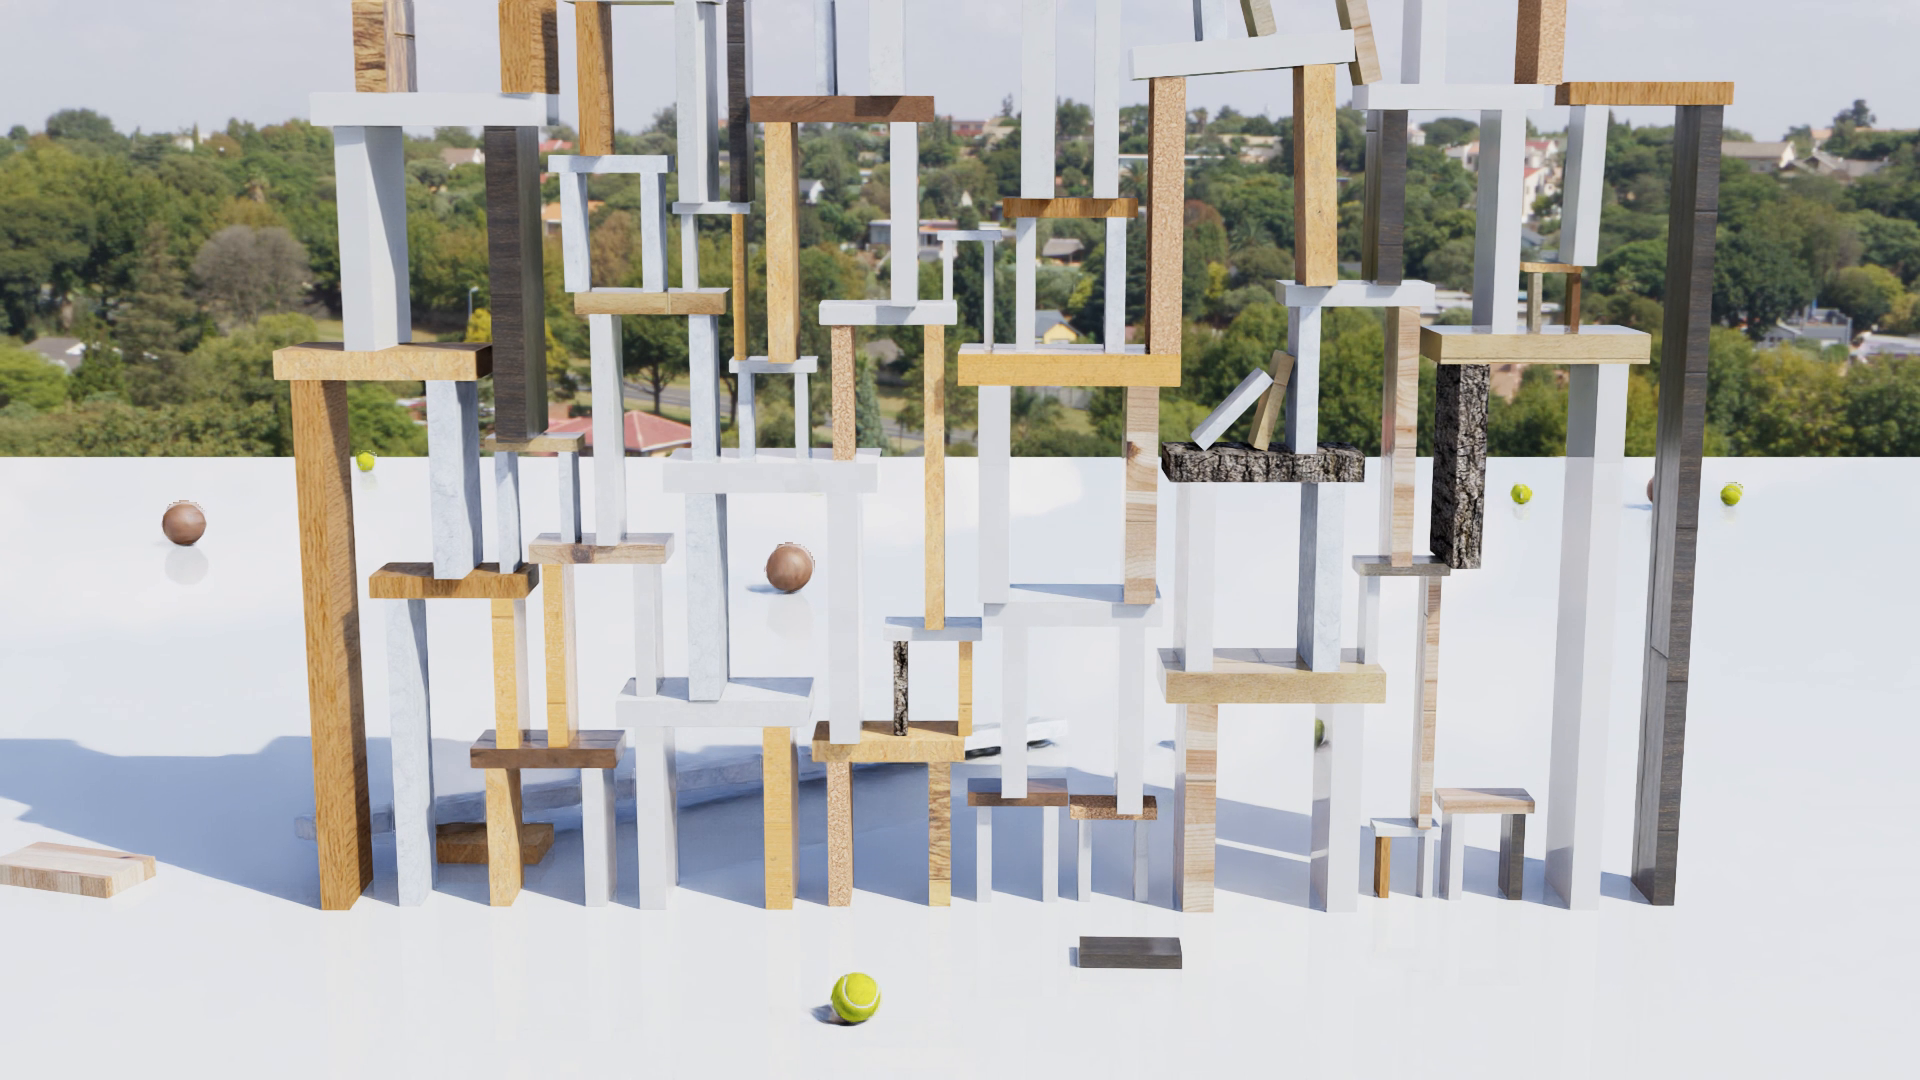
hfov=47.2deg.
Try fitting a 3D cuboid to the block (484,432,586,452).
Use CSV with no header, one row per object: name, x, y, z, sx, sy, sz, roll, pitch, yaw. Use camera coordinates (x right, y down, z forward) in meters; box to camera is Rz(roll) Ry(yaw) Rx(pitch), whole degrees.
block,-0.682,-0.158,3.532,0.148,0.021,0.074,0,10,0

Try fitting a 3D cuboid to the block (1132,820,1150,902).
block,0.300,0.521,3.652,0.020,0.142,0.071,0,11,1

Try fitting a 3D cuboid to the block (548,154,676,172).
block,-0.546,-0.591,3.454,0.184,0.026,0.092,0,11,1

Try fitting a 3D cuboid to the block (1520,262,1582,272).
block,0.935,-0.433,3.487,0.091,0.013,0.045,2,11,0

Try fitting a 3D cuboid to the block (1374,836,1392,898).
block,0.703,0.537,3.663,0.015,0.107,0.054,0,11,0

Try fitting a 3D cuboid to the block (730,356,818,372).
block,-0.296,-0.280,3.507,0.138,0.020,0.069,0,11,-1

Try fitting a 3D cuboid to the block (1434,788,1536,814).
block,0.868,0.432,3.644,0.149,0.021,0.075,0,11,0

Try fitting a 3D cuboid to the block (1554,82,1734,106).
block,1.069,-0.699,3.443,0.247,0.035,0.123,1,11,5

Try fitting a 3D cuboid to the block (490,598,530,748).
block,-0.734,0.204,3.597,0.035,0.248,0.124,0,11,-2

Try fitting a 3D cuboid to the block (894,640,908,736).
block,-0.097,0.234,3.607,0.023,0.159,0.080,0,11,0

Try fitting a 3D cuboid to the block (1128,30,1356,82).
block,0.432,-0.751,3.413,0.334,0.047,0.167,-4,10,2

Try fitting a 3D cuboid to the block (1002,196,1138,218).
block,0.173,-0.525,3.461,0.210,0.030,0.105,0,10,2

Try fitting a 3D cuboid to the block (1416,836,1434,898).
block,0.775,0.537,3.663,0.015,0.107,0.054,0,11,0

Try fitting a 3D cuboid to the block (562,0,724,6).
block,-0.490,-0.848,3.403,0.232,0.033,0.116,0,11,1

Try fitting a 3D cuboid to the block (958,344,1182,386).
block,0.173,-0.280,3.507,0.347,0.049,0.173,0,10,2

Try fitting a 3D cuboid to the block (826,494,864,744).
block,-0.185,0.112,3.583,0.048,0.408,0.169,0,11,0

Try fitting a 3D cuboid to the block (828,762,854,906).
block,-0.198,0.469,3.646,0.035,0.247,0.123,0,11,0

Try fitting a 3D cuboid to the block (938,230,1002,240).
block,0.015,-0.481,3.471,0.099,0.014,0.050,0,11,2

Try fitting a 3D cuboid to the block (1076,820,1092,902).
block,0.206,0.521,3.653,0.020,0.142,0.071,0,10,1

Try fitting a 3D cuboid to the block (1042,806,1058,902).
block,0.150,0.509,3.653,0.023,0.165,0.082,0,11,0

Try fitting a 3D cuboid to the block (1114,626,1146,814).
block,0.277,0.279,3.605,0.040,0.311,0.143,0,10,2

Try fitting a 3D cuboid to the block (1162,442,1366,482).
block,0.483,-0.126,3.533,0.306,0.043,0.153,0,11,0

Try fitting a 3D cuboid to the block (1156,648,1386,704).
block,0.505,0.221,3.597,0.351,0.050,0.175,0,11,0

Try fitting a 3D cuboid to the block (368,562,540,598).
block,-0.819,0.065,3.570,0.248,0.035,0.124,0,11,0

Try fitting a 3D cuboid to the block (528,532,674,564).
block,-0.579,0.013,3.564,0.219,0.031,0.109,0,11,0

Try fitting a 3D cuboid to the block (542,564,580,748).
block,-0.652,0.177,3.594,0.031,0.303,0.109,0,11,0

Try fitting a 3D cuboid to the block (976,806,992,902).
block,0.040,0.509,3.653,0.023,0.165,0.082,0,11,0

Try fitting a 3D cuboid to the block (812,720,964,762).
block,-0.116,0.331,3.620,0.247,0.035,0.123,0,11,0

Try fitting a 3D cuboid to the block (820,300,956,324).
block,-0.113,-0.362,3.491,0.215,0.030,0.108,0,11,-1

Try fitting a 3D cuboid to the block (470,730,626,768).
block,-0.675,0.343,3.619,0.235,0.033,0.117,0,11,0

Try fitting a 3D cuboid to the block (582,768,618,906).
block,-0.597,0.475,3.643,0.033,0.235,0.117,0,11,0

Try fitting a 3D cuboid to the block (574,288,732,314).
block,-0.484,-0.379,3.485,0.232,0.033,0.116,0,11,1

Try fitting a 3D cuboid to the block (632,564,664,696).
block,-0.507,0.135,3.587,0.031,0.219,0.109,0,11,0

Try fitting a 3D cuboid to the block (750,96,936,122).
block,-0.180,-0.672,3.431,0.281,0.040,0.140,0,11,1

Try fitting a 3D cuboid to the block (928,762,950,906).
block,-0.033,0.469,3.646,0.035,0.247,0.123,0,11,0

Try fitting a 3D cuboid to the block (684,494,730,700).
block,-0.410,0.076,3.577,0.048,0.337,0.169,0,10,0

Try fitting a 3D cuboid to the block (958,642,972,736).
block,0.009,0.234,3.606,0.023,0.159,0.080,0,11,0

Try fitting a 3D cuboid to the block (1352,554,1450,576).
block,0.715,0.041,3.569,0.147,0.021,0.073,0,11,0

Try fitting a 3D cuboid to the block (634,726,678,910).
block,-0.501,0.438,3.641,0.044,0.309,0.154,0,11,0

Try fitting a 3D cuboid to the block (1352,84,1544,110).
block,0.757,-0.689,3.423,0.268,0.038,0.134,0,11,-1

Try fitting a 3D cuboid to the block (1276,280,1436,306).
block,0.623,-0.391,3.481,0.232,0.033,0.116,0,11,0

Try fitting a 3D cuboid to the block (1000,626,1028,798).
block,0.089,0.265,3.608,0.040,0.285,0.143,0,10,1

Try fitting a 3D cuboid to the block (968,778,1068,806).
block,0.095,0.417,3.636,0.165,0.023,0.082,0,10,0

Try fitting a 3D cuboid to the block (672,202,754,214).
block,-0.387,-0.523,3.458,0.122,0.017,0.061,0,11,2

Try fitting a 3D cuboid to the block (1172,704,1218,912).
block,0.388,0.418,3.634,0.050,0.351,0.175,0,11,0

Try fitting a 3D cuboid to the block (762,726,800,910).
block,-0.295,0.438,3.641,0.044,0.309,0.154,0,11,0

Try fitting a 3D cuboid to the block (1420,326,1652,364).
block,0.911,-0.312,3.502,0.326,0.046,0.163,0,11,0

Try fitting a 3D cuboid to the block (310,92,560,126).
block,-0.816,-0.672,3.435,0.346,0.049,0.173,0,10,1

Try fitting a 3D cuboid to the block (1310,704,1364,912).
block,0.622,0.418,3.634,0.050,0.351,0.176,0,11,0

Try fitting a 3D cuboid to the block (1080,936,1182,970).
block,0.261,0.633,3.376,0.155,0.022,0.077,0,11,2

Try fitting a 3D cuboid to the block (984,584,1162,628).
block,0.182,0.105,3.576,0.285,0.040,0.143,0,10,2

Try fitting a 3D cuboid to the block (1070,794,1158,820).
block,0.253,0.442,3.634,0.142,0.020,0.071,0,10,2

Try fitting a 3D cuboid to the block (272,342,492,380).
block,-0.913,-0.286,3.511,0.316,0.045,0.158,0,10,2

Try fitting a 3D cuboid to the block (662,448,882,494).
block,-0.298,-0.112,3.542,0.338,0.048,0.169,0,11,0

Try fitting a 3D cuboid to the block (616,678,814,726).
block,-0.398,0.265,3.609,0.309,0.044,0.154,0,11,0

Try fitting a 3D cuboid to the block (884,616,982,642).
block,-0.044,0.145,3.590,0.159,0.023,0.080,0,11,0

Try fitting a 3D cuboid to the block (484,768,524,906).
block,-0.753,0.475,3.644,0.033,0.235,0.117,0,11,0

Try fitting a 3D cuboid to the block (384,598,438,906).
block,-0.902,0.336,3.621,0.035,0.517,0.124,0,11,0

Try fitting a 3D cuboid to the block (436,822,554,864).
block,-0.851,0.533,3.878,0.245,0.035,0.122,0,11,2

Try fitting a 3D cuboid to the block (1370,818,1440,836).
block,0.739,0.477,3.652,0.107,0.015,0.054,0,11,0
